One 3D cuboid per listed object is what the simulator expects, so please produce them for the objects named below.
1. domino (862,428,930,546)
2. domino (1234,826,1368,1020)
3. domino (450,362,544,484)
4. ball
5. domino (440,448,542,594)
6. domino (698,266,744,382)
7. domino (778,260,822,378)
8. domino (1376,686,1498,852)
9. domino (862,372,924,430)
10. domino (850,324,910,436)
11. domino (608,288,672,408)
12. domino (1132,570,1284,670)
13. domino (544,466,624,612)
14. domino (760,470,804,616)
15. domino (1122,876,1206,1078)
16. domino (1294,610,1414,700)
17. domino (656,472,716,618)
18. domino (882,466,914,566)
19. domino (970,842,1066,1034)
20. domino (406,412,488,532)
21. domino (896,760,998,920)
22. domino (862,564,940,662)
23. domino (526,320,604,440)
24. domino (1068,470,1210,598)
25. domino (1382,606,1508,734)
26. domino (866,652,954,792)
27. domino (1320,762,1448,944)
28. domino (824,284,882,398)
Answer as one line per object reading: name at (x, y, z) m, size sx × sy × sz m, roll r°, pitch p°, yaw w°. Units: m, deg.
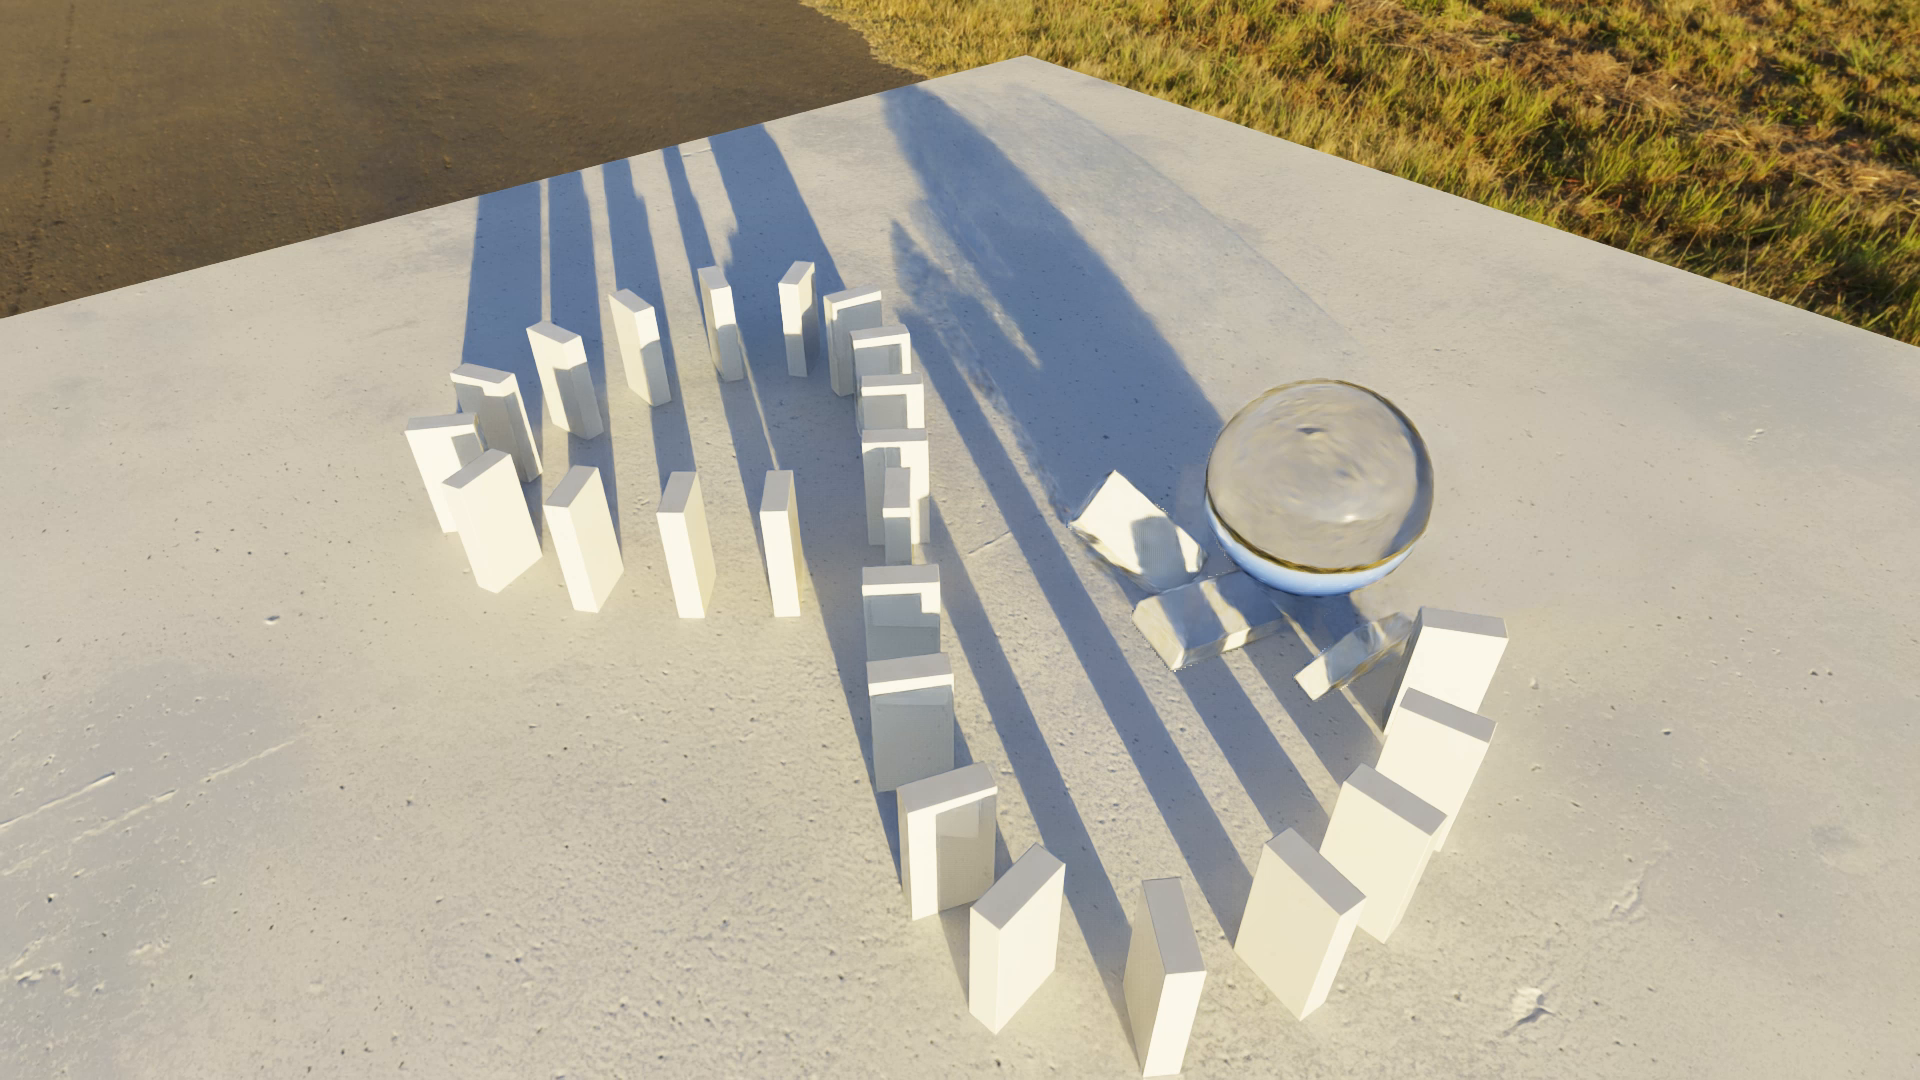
domino at (-0.025, -0.021, 0.437) m, size 0.025 × 0.050 × 0.009 m, roll -2°, pitch 39°, yaw -3°
domino at (0.088, 0.101, 0.288) m, size 0.010 × 0.050 × 0.025 m, roll -23°, pitch 45°, yaw -25°
domino at (-0.198, -0.050, 0.472) m, size 0.025 × 0.050 × 0.010 m, roll 14°, pitch 41°, yaw 16°
ball at (0.131, -0.019, 0.403) m, size 0.080 × 0.080 × 0.080 m, roll 0°, pitch 39°, yaw 0°
domino at (-0.178, -0.007, 0.420) m, size 0.009 × 0.050 × 0.025 m, roll 17°, pitch 42°, yaw 20°
domino at (-0.118, -0.106, 0.541) m, size 0.010 × 0.050 × 0.025 m, roll -16°, pitch 42°, yaw -19°
domino at (-0.079, -0.109, 0.545) m, size 0.010 × 0.050 × 0.025 m, roll 8°, pitch 40°, yaw 9°
domino at (0.138, 0.069, 0.327) m, size 0.025 × 0.050 × 0.009 m, roll 23°, pitch 44°, yaw 25°
domino at (-0.028, -0.046, 0.468) m, size 0.025 × 0.050 × 0.009 m, roll -4°, pitch 39°, yaw -5°
domino at (-0.035, -0.072, 0.499) m, size 0.025 × 0.050 × 0.010 m, roll -10°, pitch 40°, yaw -12°
domino at (-0.152, -0.091, 0.523) m, size 0.009 × 0.050 × 0.025 m, roll -29°, pitch 48°, yaw -31°
domino at (0.091, 0.028, 0.401) m, size 0.050 × 0.009 × 0.025 m, roll -14°, pitch 51°, yaw -28°
domino at (-0.140, 0.000, 0.412) m, size 0.009 × 0.050 × 0.025 m, roll 6°, pitch 40°, yaw 7°
domino at (-0.066, 0.002, 0.409) m, size 0.010 × 0.050 × 0.025 m, roll -1°, pitch 39°, yaw -2°
domino at (0.051, 0.110, 0.277) m, size 0.009 × 0.050 × 0.025 m, roll -3°, pitch 39°, yaw -4°
domino at (0.134, 0.038, 0.368) m, size 0.050 × 0.025 × 0.009 m, roll -7°, pitch 56°, yaw -51°
domino at (-0.101, 0.002, 0.409) m, size 0.010 × 0.050 × 0.025 m, roll 0°, pitch 39°, yaw 0°
domino at (-0.023, 0.000, 0.411) m, size 0.009 × 0.050 × 0.025 m, roll -1°, pitch 39°, yaw -1°
domino at (0.014, 0.104, 0.285) m, size 0.009 × 0.050 × 0.025 m, roll 30°, pitch 48°, yaw 31°
domino at (-0.202, -0.027, 0.444) m, size 0.025 × 0.050 × 0.010 m, roll -7°, pitch 40°, yaw -8°
domino at (-0.004, 0.085, 0.308) m, size 0.025 × 0.050 × 0.009 m, roll -13°, pitch 41°, yaw -16°
domino at (-0.019, 0.031, 0.374) m, size 0.025 × 0.050 × 0.010 m, roll -2°, pitch 39°, yaw -3°
domino at (-0.179, -0.072, 0.500) m, size 0.025 × 0.050 × 0.009 m, roll 24°, pitch 45°, yaw 27°
domino at (0.068, 0.000, 0.414) m, size 0.050 × 0.010 × 0.025 m, roll 41°, pitch 72°, yaw -9°
domino at (0.156, 0.045, 0.357) m, size 0.025 × 0.050 × 0.010 m, roll 8°, pitch 40°, yaw 10°
domino at (-0.015, 0.057, 0.342) m, size 0.025 × 0.050 × 0.010 m, roll -6°, pitch 40°, yaw -7°
domino at (0.115, 0.087, 0.305) m, size 0.009 × 0.050 × 0.025 m, roll -32°, pitch 49°, yaw -33°
domino at (-0.050, -0.096, 0.528) m, size 0.025 × 0.050 × 0.010 m, roll -21°, pitch 44°, yaw -24°
